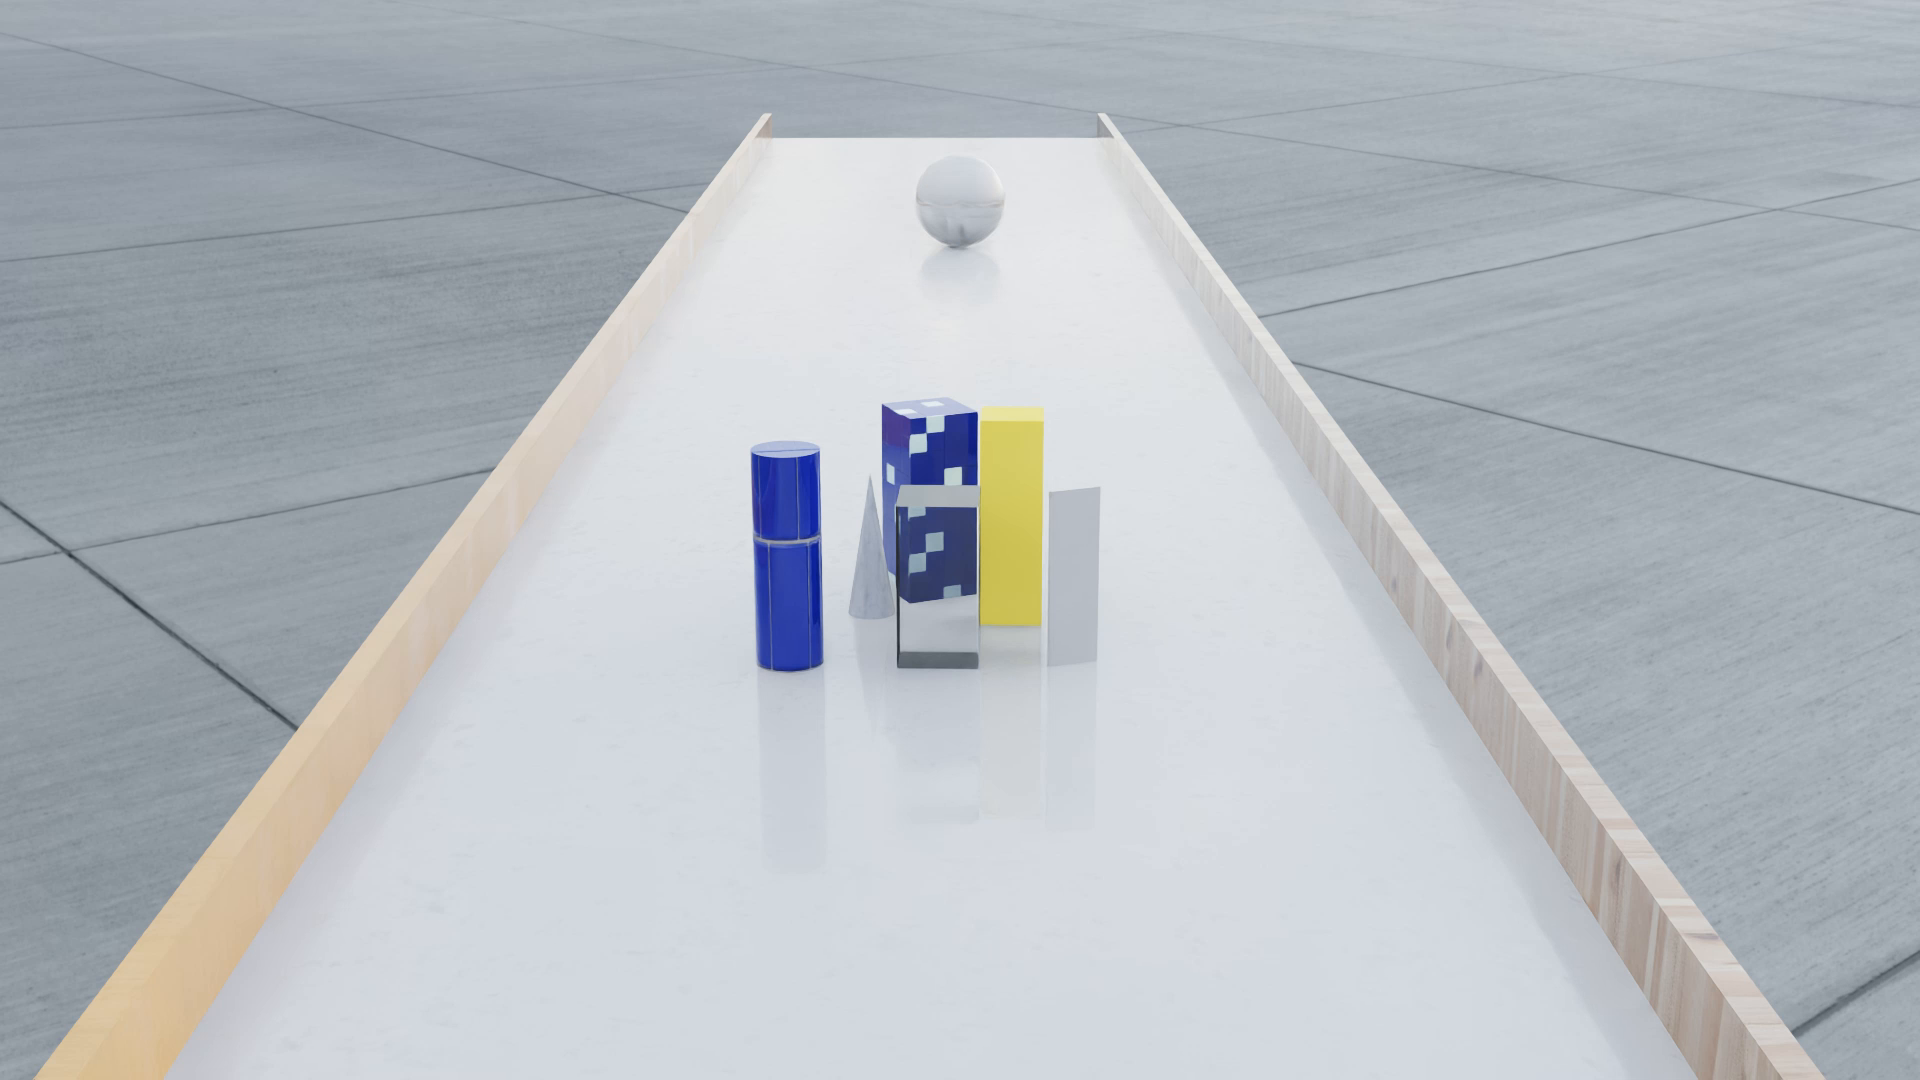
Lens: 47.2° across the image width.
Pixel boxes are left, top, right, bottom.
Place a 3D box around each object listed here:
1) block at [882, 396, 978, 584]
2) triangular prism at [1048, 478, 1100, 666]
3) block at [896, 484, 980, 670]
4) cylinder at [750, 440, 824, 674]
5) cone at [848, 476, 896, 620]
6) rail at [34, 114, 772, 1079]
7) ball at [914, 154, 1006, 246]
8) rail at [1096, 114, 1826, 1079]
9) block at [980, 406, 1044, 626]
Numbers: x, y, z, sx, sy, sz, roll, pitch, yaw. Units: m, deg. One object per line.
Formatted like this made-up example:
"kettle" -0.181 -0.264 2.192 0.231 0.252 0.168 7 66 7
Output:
"block" -0.067 -0.100 4.867 0.160 0.396 0.160 -7 18 -24
"triangular prism" 0.209 0.061 4.387 0.108 0.362 0.093 -6 18 -20
"block" -0.042 0.073 4.397 0.161 0.334 0.161 1 17 2
"cylinder" -0.341 0.033 4.346 0.136 0.439 0.136 0 17 0
"cone" -0.189 0.006 4.663 0.100 0.310 0.100 0 17 0
"rail" -1.118 -0.838 7.780 0.050 0.150 12.000 0 17 -1
"ball" 0.000 -1.455 9.429 0.394 0.394 0.394 0 17 0
"rail" 0.932 -0.844 7.801 0.050 0.150 12.000 0 17 -1
"block" 0.109 -0.051 4.624 0.130 0.441 0.130 1 17 2
